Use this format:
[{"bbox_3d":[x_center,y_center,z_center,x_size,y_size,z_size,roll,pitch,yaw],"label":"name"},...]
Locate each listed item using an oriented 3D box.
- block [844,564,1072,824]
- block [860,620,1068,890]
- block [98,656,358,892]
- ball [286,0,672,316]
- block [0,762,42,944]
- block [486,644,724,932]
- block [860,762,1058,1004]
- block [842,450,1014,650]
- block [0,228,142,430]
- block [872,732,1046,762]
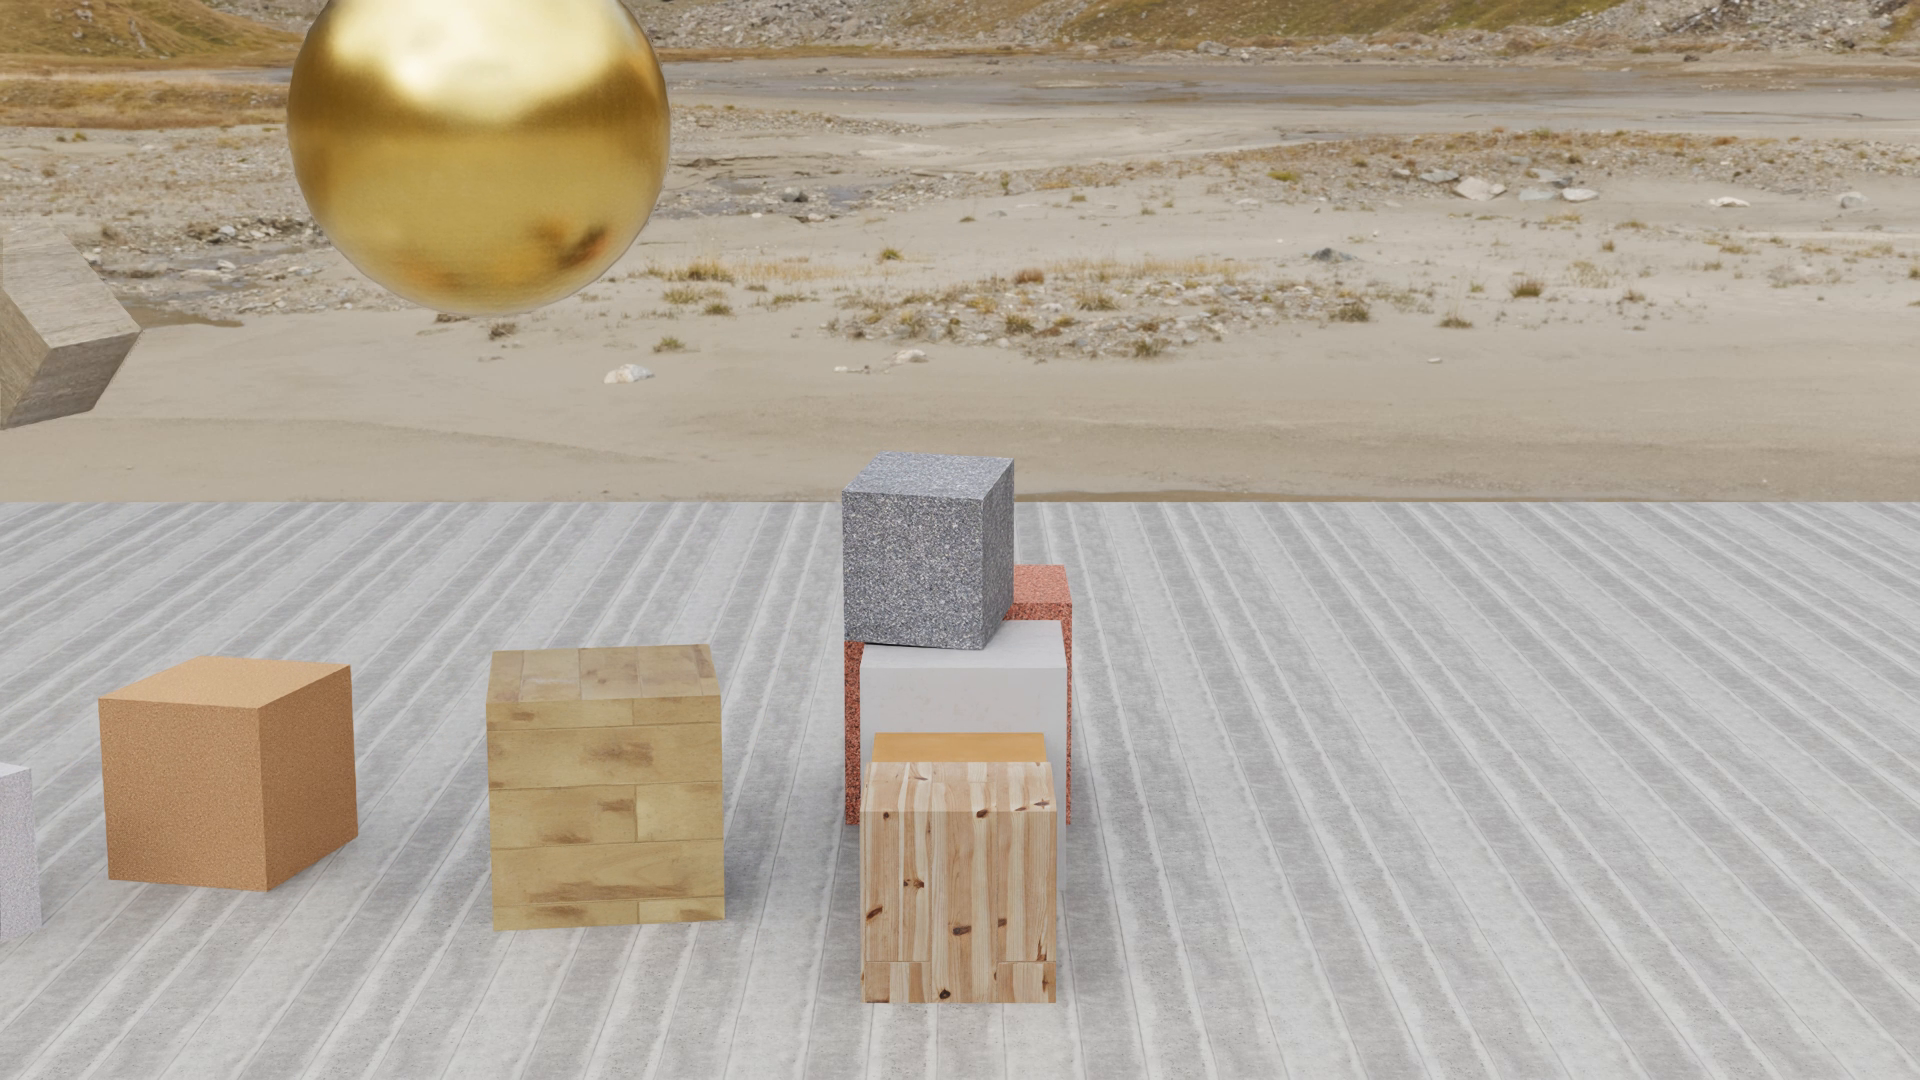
[{"bbox_3d":[-0.009,0.736,12.518,1.065,1.073,0.946,0,10,0],"label":"block"},{"bbox_3d":[0.019,0.949,11.564,0.889,0.995,0.975,0,10,0],"label":"block"},{"bbox_3d":[-3.281,1.035,11.570,0.769,0.823,0.856,3,11,14],"label":"block"},{"bbox_3d":[-2.026,-1.748,10.863,1.600,1.600,1.600,0,10,0],"label":"ball"},{"bbox_3d":[-4.306,1.305,10.457,0.701,0.691,0.745,6,12,29],"label":"block"},{"bbox_3d":[-1.533,1.045,11.099,0.957,0.972,0.981,-2,10,-8],"label":"block"},{"bbox_3d":[-0.006,1.335,10.097,0.745,0.760,0.704,0,10,0],"label":"block"},{"bbox_3d":[-0.134,0.037,11.607,0.631,0.694,0.695,4,17,12],"label":"block"},{"bbox_3d":[-4.425,-1.009,12.203,0.687,0.575,0.557,49,30,11],"label":"block"},{"bbox_3d":[-0.003,1.237,10.781,0.723,0.709,0.658,0,10,0],"label":"block"}]
